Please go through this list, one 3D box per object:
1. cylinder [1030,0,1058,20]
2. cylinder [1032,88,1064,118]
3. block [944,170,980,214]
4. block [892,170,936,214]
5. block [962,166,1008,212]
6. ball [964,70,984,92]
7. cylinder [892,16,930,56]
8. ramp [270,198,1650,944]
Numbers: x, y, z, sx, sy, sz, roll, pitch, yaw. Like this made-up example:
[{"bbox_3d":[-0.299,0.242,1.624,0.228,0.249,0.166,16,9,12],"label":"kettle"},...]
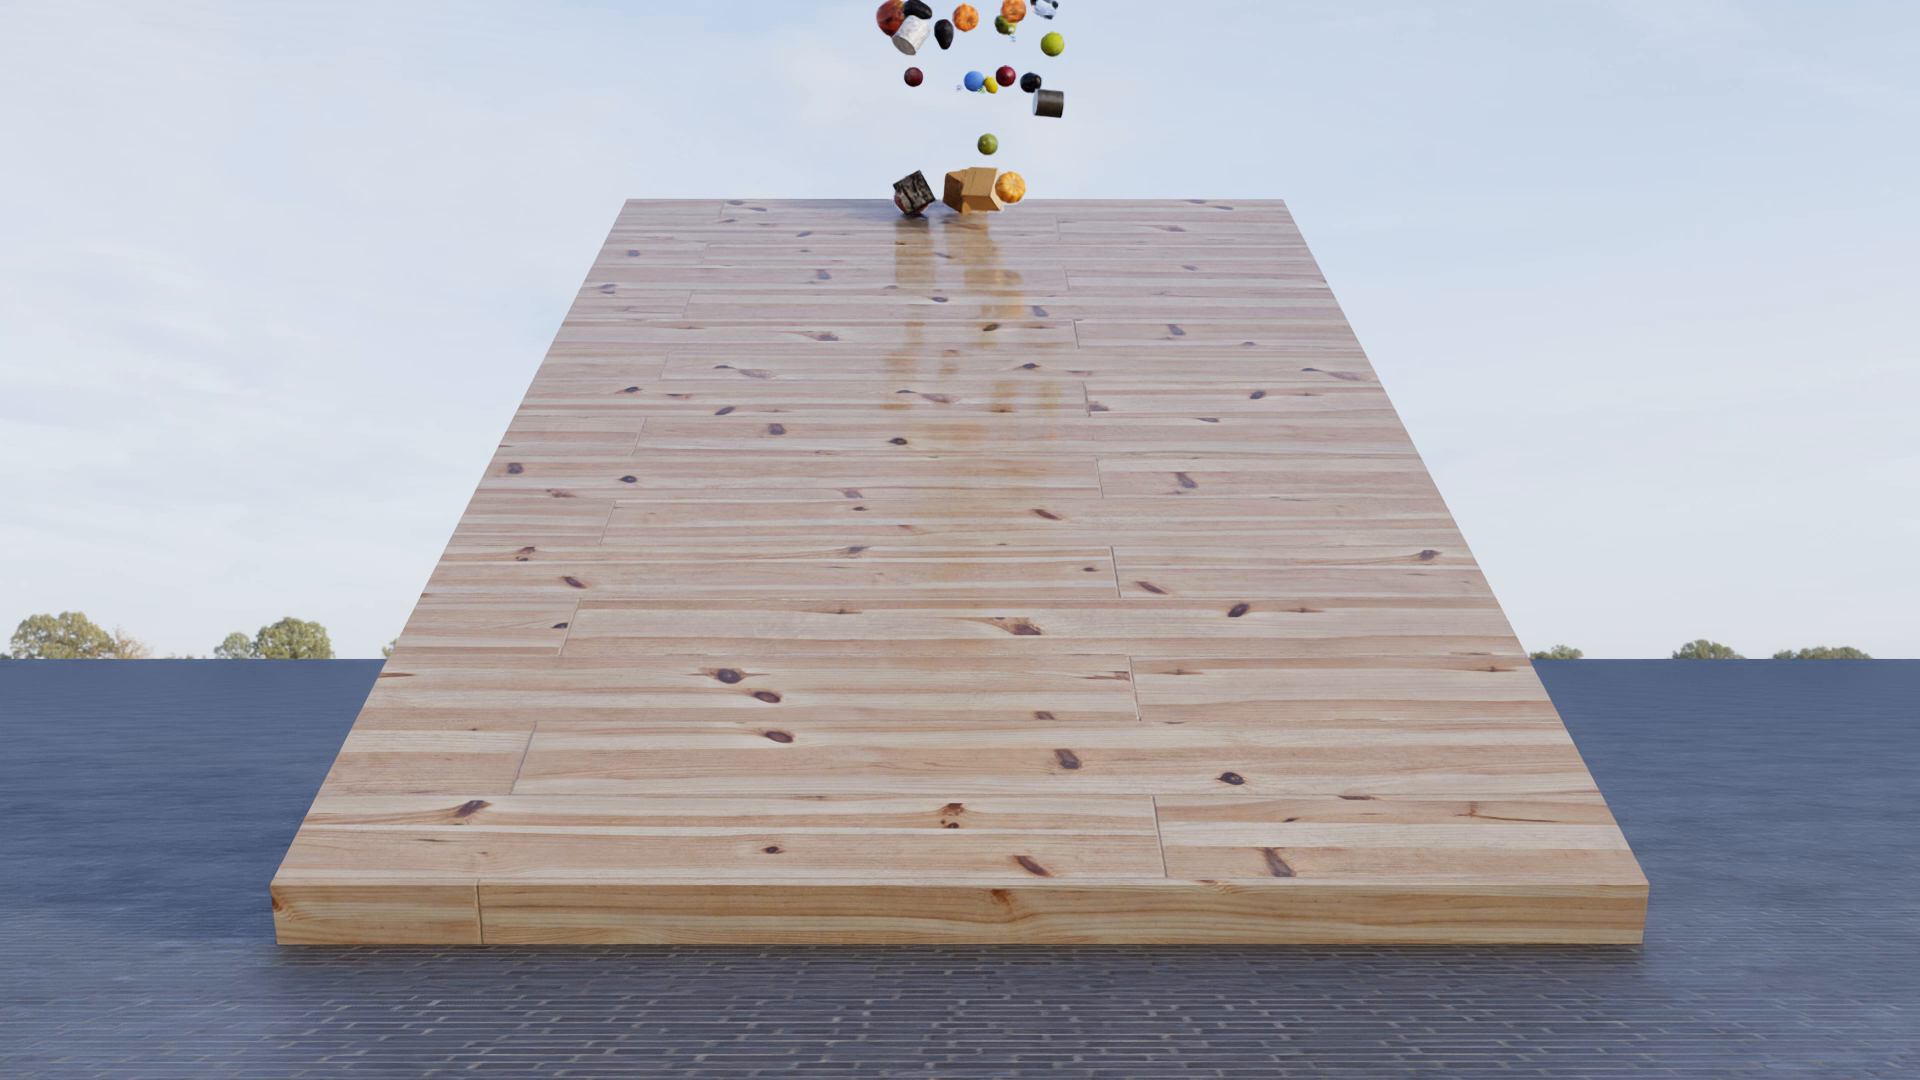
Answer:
[{"bbox_3d":[0.242,-1.534,6.631,0.060,0.060,0.060,34,14,26],"label":"cylinder"},{"bbox_3d":[0.255,-1.259,6.652,0.077,0.077,0.077,4,-3,-9],"label":"cylinder"},{"bbox_3d":[0.020,-1.043,6.895,0.096,0.096,0.096,-16,37,-33],"label":"block"},{"bbox_3d":[-0.134,-1.020,6.768,0.092,0.092,0.092,-28,2,4],"label":"block"},{"bbox_3d":[0.072,-1.023,6.720,0.092,0.092,0.092,7,-18,24],"label":"block"},{"bbox_3d":[0.042,-1.357,6.820,0.062,0.062,0.062,0,-3,0],"label":"ball"},{"bbox_3d":[-0.136,-1.413,6.459,0.080,0.080,0.080,29,-18,11],"label":"cylinder"},{"bbox_3d":[-0.007,-0.224,5.207,2.000,0.100,4.000,0,23,0],"label":"ramp"}]
